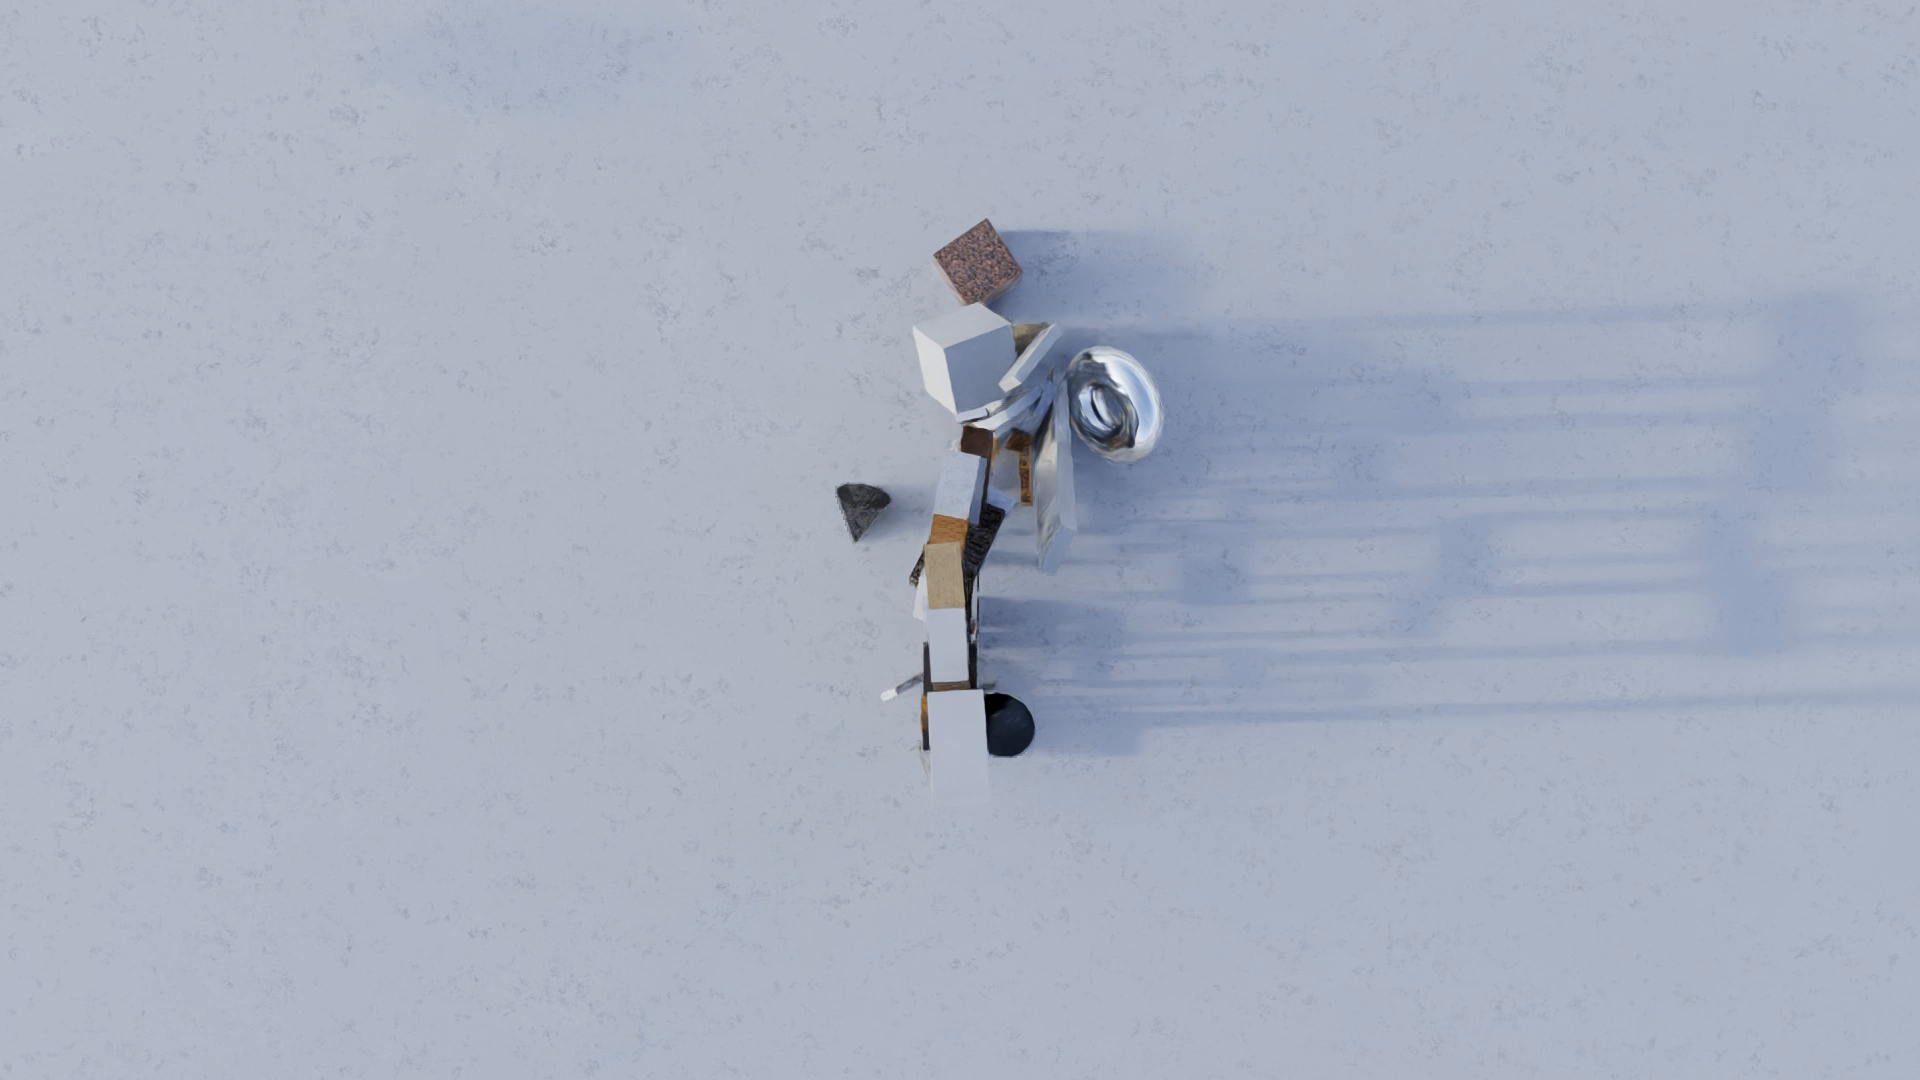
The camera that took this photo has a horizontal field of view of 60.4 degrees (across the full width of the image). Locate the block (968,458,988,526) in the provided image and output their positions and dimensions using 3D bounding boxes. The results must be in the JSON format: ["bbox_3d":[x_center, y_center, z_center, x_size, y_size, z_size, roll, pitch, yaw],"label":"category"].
[{"bbox_3d":[0.015,-0.143,4.744,0.101,0.029,0.202,8,72,-1],"label":"block"}]

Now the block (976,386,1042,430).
[{"bbox_3d":[0.152,-0.403,5.099,0.118,0.236,0.033,-23,101,35],"label":"block"}]

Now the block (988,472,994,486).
[{"bbox_3d":[0.031,-0.117,5.196,0.110,0.031,0.221,12,103,-1],"label":"block"}]

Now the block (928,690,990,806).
[{"bbox_3d":[-0.004,0.551,4.376,0.149,0.042,0.299,-3,80,-1],"label":"block"}]

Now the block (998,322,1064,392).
[{"bbox_3d":[0.220,-0.567,5.113,0.033,0.118,0.236,43,68,-13],"label":"block"}]

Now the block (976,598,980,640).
[{"bbox_3d":[0.001,0.253,5.386,0.118,0.237,0.034,4,116,0],"label":"block"}]

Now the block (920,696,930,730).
[{"bbox_3d":[-0.029,0.487,4.562,0.149,0.299,0.042,6,74,2],"label":"block"}]

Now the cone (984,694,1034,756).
[{"bbox_3d":[0.163,0.559,5.399,0.224,0.224,0.224,6,110,16],"label":"cone"}]

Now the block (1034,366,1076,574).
[{"bbox_3d":[0.290,-0.232,5.119,0.050,0.833,0.177,15,128,-11],"label":"block"}]

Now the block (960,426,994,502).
[{"bbox_3d":[0.042,-0.222,4.803,0.091,0.026,0.217,8,72,-5],"label":"block"}]

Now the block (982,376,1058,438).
[{"bbox_3d":[0.144,-0.457,5.347,0.050,0.354,0.177,32,82,-44],"label":"block"}]

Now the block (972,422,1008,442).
[{"bbox_3d":[0.115,-0.356,5.414,0.080,0.160,0.023,23,94,-44],"label":"block"}]

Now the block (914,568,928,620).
[{"bbox_3d":[-0.072,0.167,4.640,0.100,0.200,0.028,21,52,8],"label":"block"}]

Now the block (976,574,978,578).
[{"bbox_3d":[-0.006,0.091,4.870,0.113,0.226,0.032,3,89,2],"label":"block"}]

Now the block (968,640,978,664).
[{"bbox_3d":[-0.024,0.332,4.884,0.152,0.304,0.043,2,92,1],"label":"block"}]

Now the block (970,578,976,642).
[{"bbox_3d":[-0.008,0.196,5.000,0.110,0.031,0.220,3,90,2],"label":"block"}]

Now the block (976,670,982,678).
[{"bbox_3d":[-0.005,0.460,5.334,0.138,0.069,0.020,-41,134,-22],"label":"block"}]

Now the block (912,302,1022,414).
[{"bbox_3d":[0.024,-0.575,5.222,0.235,0.235,0.235,-22,122,-17],"label":"block"}]

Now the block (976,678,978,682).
[{"bbox_3d":[0.021,0.480,5.380,0.061,0.017,0.122,12,65,1],"label":"block"}]

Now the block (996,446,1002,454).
[{"bbox_3d":[0.081,-0.315,5.397,0.099,0.199,0.028,19,96,-3],"label":"block"}]

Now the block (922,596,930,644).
[{"bbox_3d":[-0.050,0.225,4.636,0.100,0.200,0.028,0,53,4],"label":"block"}]

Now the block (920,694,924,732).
[{"bbox_3d":[-0.042,0.530,5.006,0.152,0.477,0.043,7,93,-2],"label":"block"}]

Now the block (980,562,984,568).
[{"bbox_3d":[-0.010,0.026,5.014,0.162,0.515,0.046,10,94,-1],"label":"block"}]

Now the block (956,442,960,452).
[{"bbox_3d":[0.014,-0.232,5.257,0.079,0.022,0.158,16,116,-4],"label":"block"}]

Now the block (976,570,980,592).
[{"bbox_3d":[0.003,0.100,5.386,0.118,0.237,0.034,1,116,0],"label":"block"}]

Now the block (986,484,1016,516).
[{"bbox_3d":[0.060,-0.141,4.991,0.177,0.354,0.050,30,88,-5],"label":"block"}]

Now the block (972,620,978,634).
[{"bbox_3d":[-0.010,0.253,4.871,0.113,0.226,0.032,6,90,2],"label":"block"}]

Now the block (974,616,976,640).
[{"bbox_3d":[-0.008,0.233,5.256,0.118,0.034,0.237,2,90,0],"label":"block"}]

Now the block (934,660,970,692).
[{"bbox_3d":[-0.022,0.398,4.608,0.101,0.203,0.029,-1,58,1],"label":"block"}]

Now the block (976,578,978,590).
[{"bbox_3d":[-0.001,0.133,5.127,0.110,0.220,0.031,4,85,1],"label":"block"}]

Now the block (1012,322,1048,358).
[{"bbox_3d":[0.169,-0.648,5.405,0.236,0.033,0.118,-2,54,24],"label":"block"}]

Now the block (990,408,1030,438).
[{"bbox_3d":[0.130,-0.351,5.072,0.183,0.091,0.026,-38,103,-44],"label":"block"}]

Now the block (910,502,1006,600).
[{"bbox_3d":[-0.006,0.020,4.723,0.162,0.046,0.324,21,57,9],"label":"block"}]

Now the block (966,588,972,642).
[{"bbox_3d":[-0.023,0.177,4.742,0.113,0.032,0.226,2,90,2],"label":"block"}]

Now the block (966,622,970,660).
[{"bbox_3d":[-0.029,0.274,4.587,0.101,0.203,0.029,-3,57,1],"label":"block"}]

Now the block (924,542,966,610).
[{"bbox_3d":[-0.041,0.109,4.539,0.100,0.028,0.200,-5,75,2],"label":"block"}]

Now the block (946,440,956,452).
[{"bbox_3d":[0.001,-0.235,5.411,0.099,0.199,0.028,13,49,6],"label":"block"}]

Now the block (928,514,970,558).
[{"bbox_3d":[-0.033,-0.008,4.664,0.101,0.029,0.202,8,70,2],"label":"block"}]

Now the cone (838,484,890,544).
[{"bbox_3d":[-0.333,-0.066,5.460,0.179,0.179,0.179,13,117,0],"label":"cone"}]

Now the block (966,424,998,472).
[{"bbox_3d":[0.051,-0.254,5.193,0.110,0.031,0.221,11,111,-1],"label":"block"}]

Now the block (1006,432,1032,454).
[{"bbox_3d":[0.208,-0.362,5.300,0.023,0.080,0.160,27,80,-44],"label":"block"}]

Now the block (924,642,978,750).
[{"bbox_3d":[-0.029,0.449,4.726,0.152,0.043,0.304,1,100,1],"label":"block"}]

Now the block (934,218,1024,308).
[{"bbox_3d":[0.058,-0.889,5.396,0.209,0.209,0.209,-34,90,0],"label":"block"}]

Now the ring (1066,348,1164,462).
[{"bbox_3d":[0.492,-0.437,5.327,0.132,0.396,0.396,-29,90,-32],"label":"ring"}]

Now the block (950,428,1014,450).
[{"bbox_3d":[0.071,-0.320,5.248,0.099,0.028,0.199,40,133,-16],"label":"block"}]

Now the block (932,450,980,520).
[{"bbox_3d":[-0.009,-0.158,4.694,0.101,0.029,0.202,11,59,1],"label":"block"}]

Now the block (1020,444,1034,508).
[{"bbox_3d":[0.218,-0.243,5.414,0.031,0.110,0.265,-2,89,9],"label":"block"}]

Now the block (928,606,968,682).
[{"bbox_3d":[-0.032,0.283,4.488,0.101,0.029,0.203,-3,99,1],"label":"block"}]

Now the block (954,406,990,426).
[{"bbox_3d":[0.038,-0.364,4.853,0.091,0.183,0.026,-13,91,4],"label":"block"}]

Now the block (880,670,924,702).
[{"bbox_3d":[-0.120,0.437,5.295,0.294,0.087,0.025,-27,88,-37],"label":"block"}]

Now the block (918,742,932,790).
[{"bbox_3d":[-0.028,0.666,4.858,0.149,0.945,0.042,-2,89,-4],"label":"block"}]
